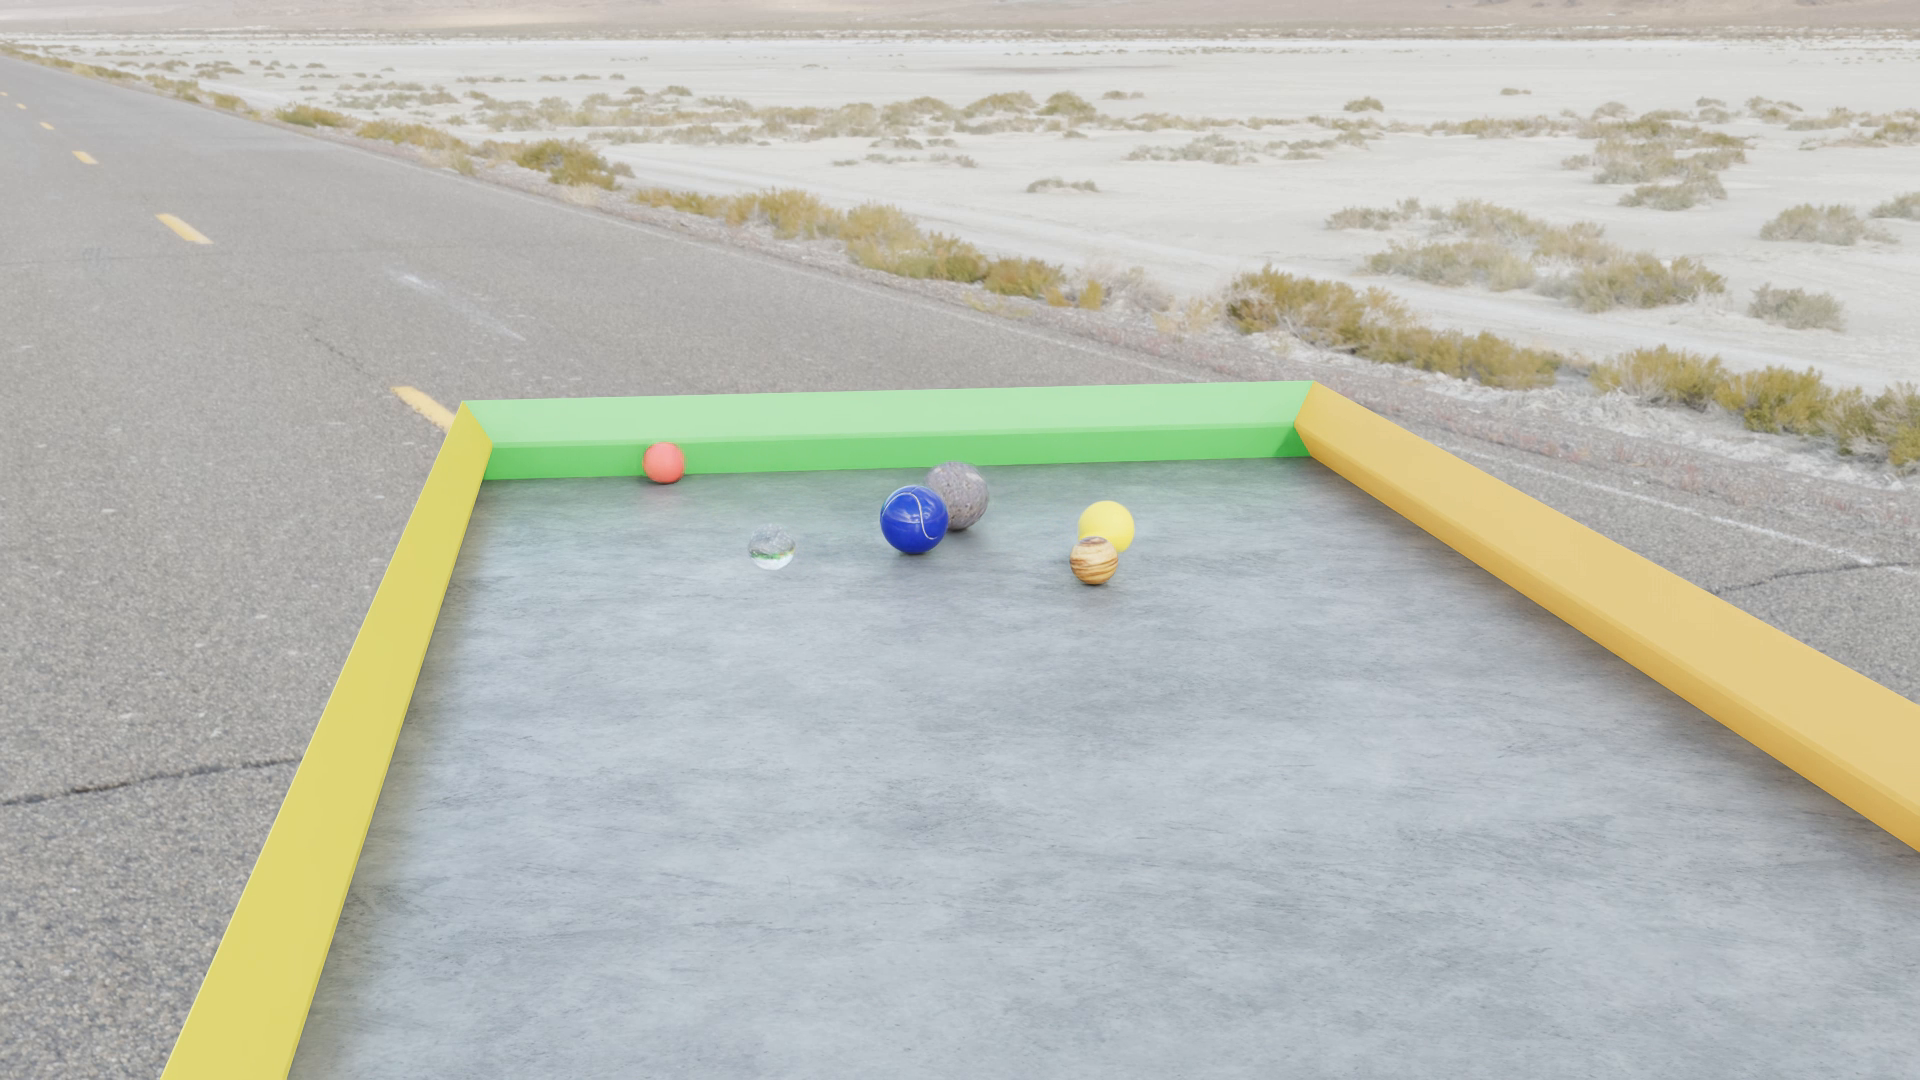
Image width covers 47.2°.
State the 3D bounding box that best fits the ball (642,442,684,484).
[{"bbox_3d":[-0.445,-0.116,3.300,0.063,0.063,0.063,0,13,0],"label":"ball"}]

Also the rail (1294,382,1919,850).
[{"bbox_3d":[0.725,0.106,2.242,0.045,0.120,2.605,-2,14,-8],"label":"rail"}]

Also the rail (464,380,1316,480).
[{"bbox_3d":[-0.089,-0.167,3.384,1.325,0.120,0.045,-2,14,-8],"label":"rail"}]

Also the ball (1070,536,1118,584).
[{"bbox_3d":[0.165,0.025,2.714,0.060,0.060,0.060,0,13,0],"label":"ball"}]

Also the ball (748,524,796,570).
[{"bbox_3d":[-0.239,0.009,2.784,0.059,0.059,0.059,0,13,0],"label":"ball"}]

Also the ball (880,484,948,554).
[{"bbox_3d":[-0.060,-0.027,2.867,0.090,0.090,0.090,0,13,0],"label":"ball"}]

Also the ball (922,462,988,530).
[{"bbox_3d":[-0.007,-0.060,3.001,0.092,0.092,0.092,0,13,0],"label":"ball"}]

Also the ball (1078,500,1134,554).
[{"bbox_3d":[0.189,-0.014,2.850,0.074,0.074,0.074,0,13,0],"label":"ball"}]

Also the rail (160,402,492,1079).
[{"bbox_3d":[-0.539,0.148,2.065,0.045,0.120,2.605,-2,14,-8],"label":"rail"}]
